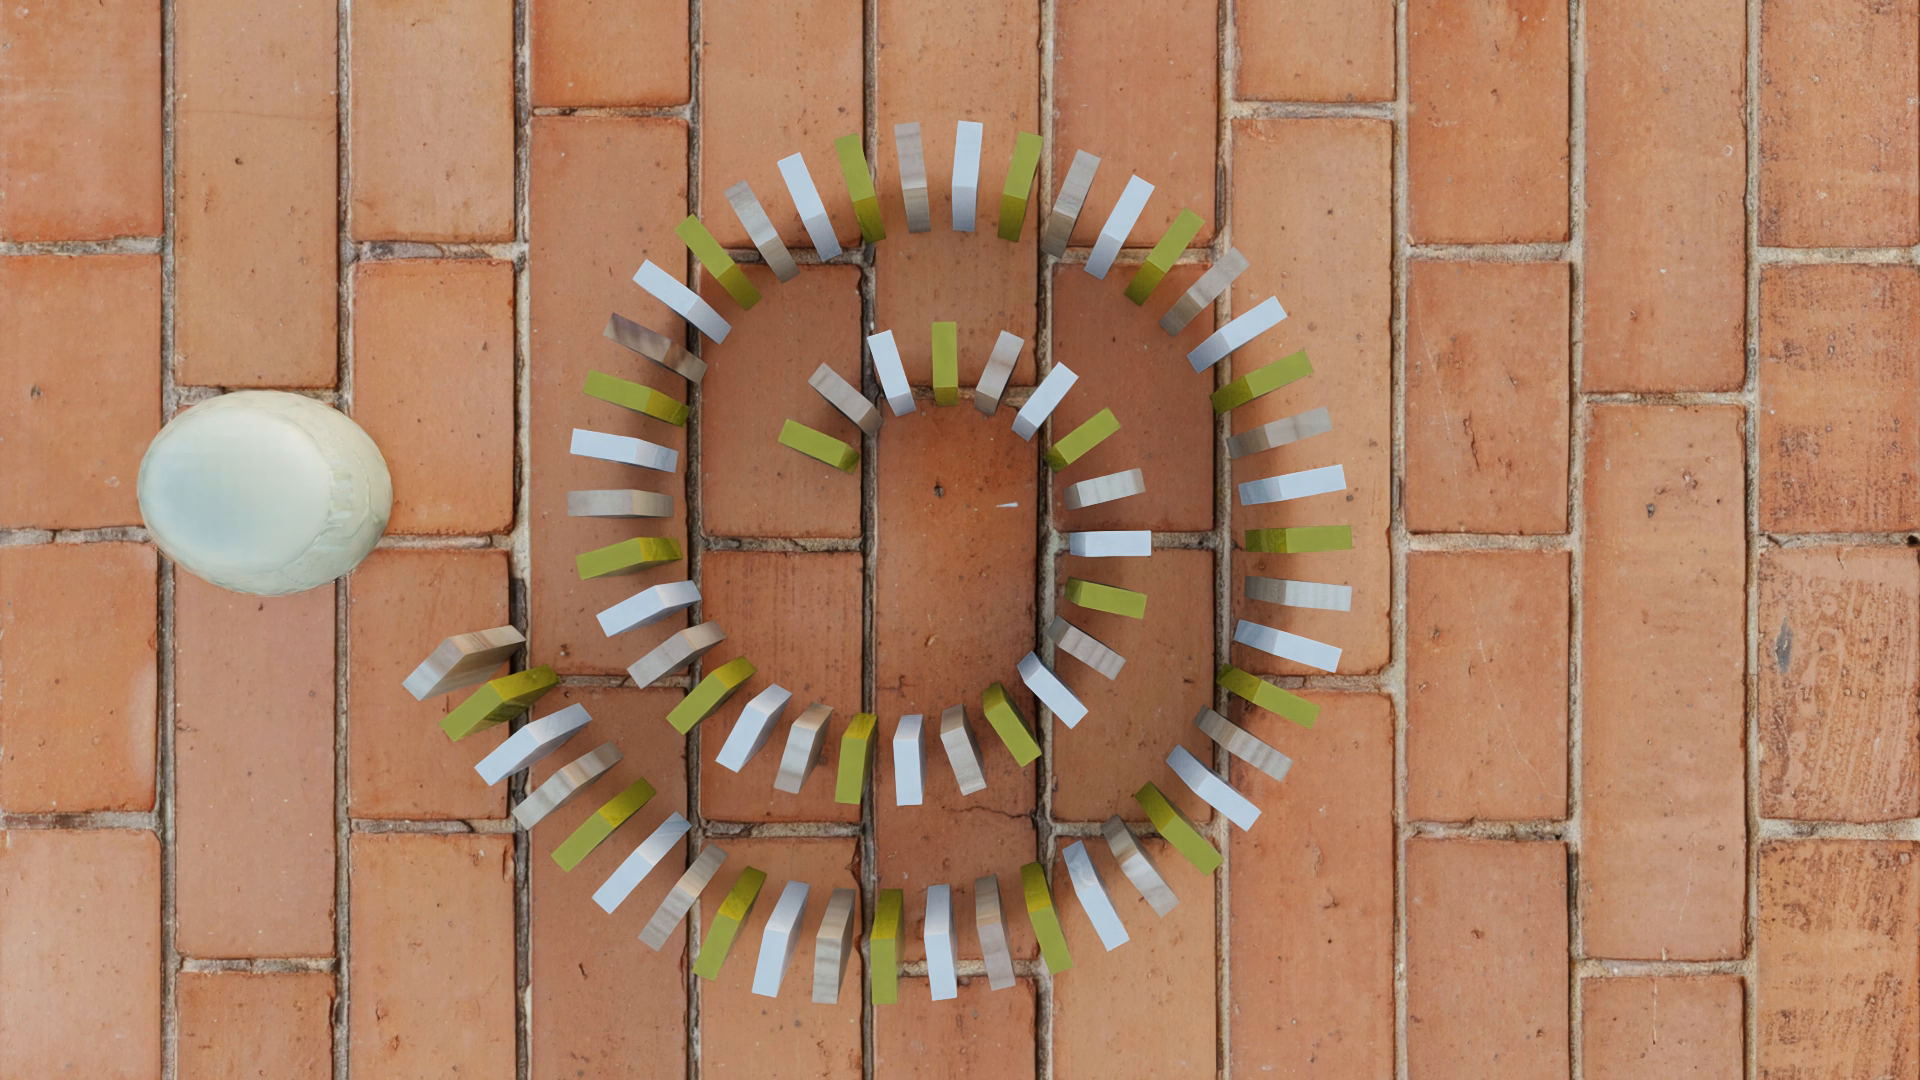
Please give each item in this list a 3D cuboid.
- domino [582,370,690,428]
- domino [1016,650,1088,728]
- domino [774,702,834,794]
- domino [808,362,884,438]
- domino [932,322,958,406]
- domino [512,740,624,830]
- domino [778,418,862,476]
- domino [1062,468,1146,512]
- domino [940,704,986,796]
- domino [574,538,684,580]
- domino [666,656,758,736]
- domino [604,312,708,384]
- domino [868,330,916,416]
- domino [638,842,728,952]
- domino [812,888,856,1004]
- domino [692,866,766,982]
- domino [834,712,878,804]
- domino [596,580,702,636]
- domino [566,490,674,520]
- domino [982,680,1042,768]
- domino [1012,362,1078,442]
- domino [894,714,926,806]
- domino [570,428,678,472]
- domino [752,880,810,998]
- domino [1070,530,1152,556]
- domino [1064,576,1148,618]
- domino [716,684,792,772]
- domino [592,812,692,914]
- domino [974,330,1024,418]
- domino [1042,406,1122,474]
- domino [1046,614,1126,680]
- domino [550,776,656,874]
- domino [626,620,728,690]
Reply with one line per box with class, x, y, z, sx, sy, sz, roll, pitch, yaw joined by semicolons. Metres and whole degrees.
domino;-0.131;-0.057;0.375;0.025;0.050;0.009;17;90;0
domino;0.037;0.060;0.375;0.025;0.050;0.009;45;90;0
domino;-0.063;0.084;0.375;0.010;0.050;0.025;16;90;0
domino;-0.046;-0.056;0.375;0.025;0.050;0.010;40;90;0
domino;-0.006;-0.071;0.375;0.009;0.050;0.025;-2;90;0
domino;-0.159;0.099;0.375;0.025;0.050;0.009;-41;90;0
domino;-0.056;-0.037;0.375;0.025;0.050;0.010;23;90;0
domino;0.058;-0.020;0.375;0.025;0.050;0.009;-14;90;0
domino;0.001;0.084;0.375;0.009;0.050;0.025;-21;90;0
domino;-0.134;0.007;0.375;0.025;0.050;0.010;-17;90;0
domino;-0.100;0.062;0.375;0.010;0.050;0.025;45;90;0
domino;-0.123;-0.077;0.375;0.025;0.050;0.009;25;90;0
domino;-0.027;-0.067;0.375;0.010;0.050;0.025;-18;90;0
domino;-0.112;0.144;0.375;0.010;0.050;0.025;36;90;0
domino;-0.051;0.165;0.375;0.010;0.050;0.025;4;90;0
domino;-0.093;0.155;0.375;0.009;0.050;0.025;23;90;0
domino;-0.042;0.088;0.375;0.009;0.050;0.025;7;90;0
domino;-0.126;0.027;0.375;0.025;0.050;0.010;-27;90;0
domino;-0.138;-0.014;0.375;0.025;0.050;0.009;-2;90;0
domino;0.020;0.074;0.375;0.009;0.050;0.025;-35;90;0
domino;0.034;-0.055;0.375;0.010;0.050;0.025;39;90;0
domino;-0.020;0.089;0.375;0.009;0.050;0.025;-4;90;0
domino;-0.136;-0.036;0.375;0.025;0.050;0.010;9;90;0
domino;-0.072;0.162;0.375;0.010;0.050;0.025;12;90;0
domino;0.060;0.001;0.375;0.025;0.050;0.009;-1;90;0
domino;0.058;0.023;0.375;0.025;0.050;0.009;12;90;0
domino;-0.083;0.076;0.375;0.010;0.050;0.025;29;90;0
domino;-0.129;0.131;0.375;0.009;0.050;0.025;43;90;0
domino;0.015;-0.067;0.375;0.009;0.050;0.025;24;90;0
domino;0.049;-0.040;0.375;0.025;0.050;0.010;-36;90;0
domino;0.051;0.043;0.375;0.025;0.050;0.010;32;90;0
domino;-0.144;0.115;0.375;0.025;0.050;0.010;-43;90;0
domino;-0.114;0.046;0.375;0.025;0.050;0.010;-36;90;0
